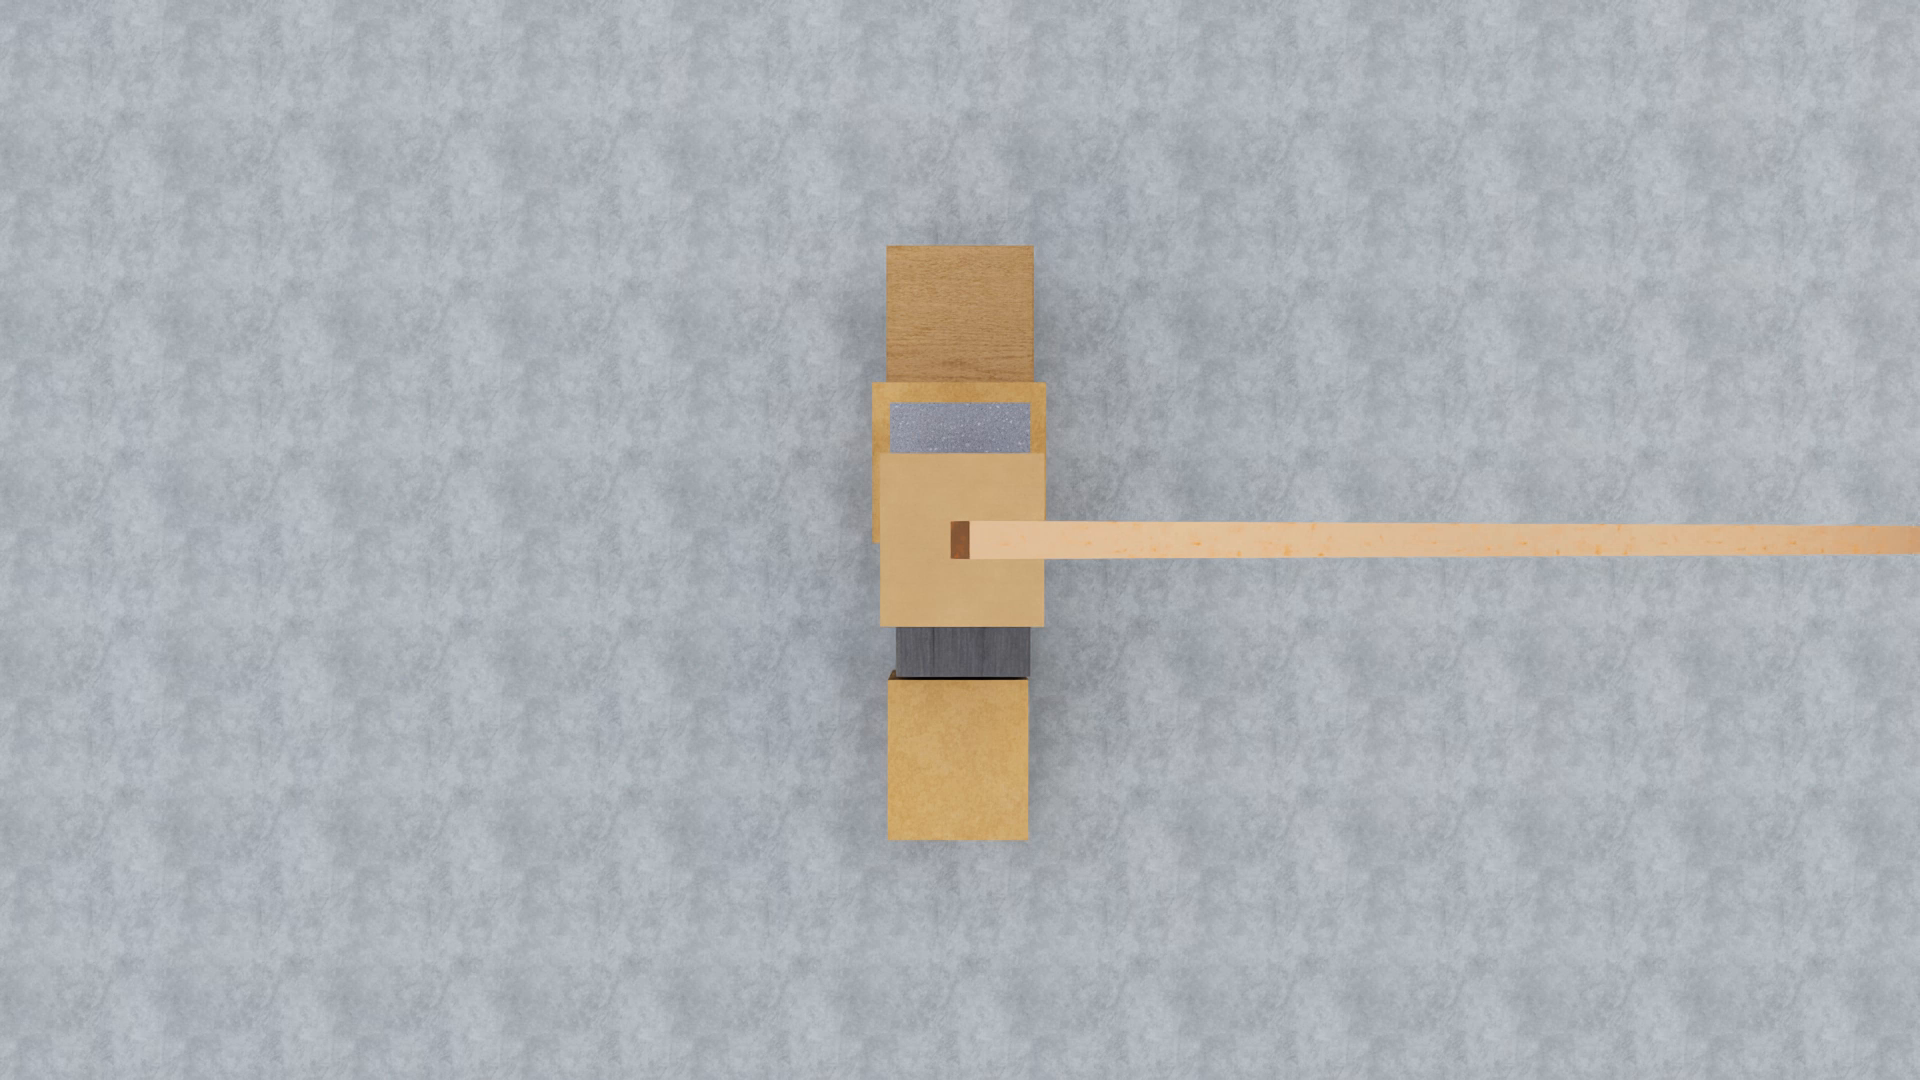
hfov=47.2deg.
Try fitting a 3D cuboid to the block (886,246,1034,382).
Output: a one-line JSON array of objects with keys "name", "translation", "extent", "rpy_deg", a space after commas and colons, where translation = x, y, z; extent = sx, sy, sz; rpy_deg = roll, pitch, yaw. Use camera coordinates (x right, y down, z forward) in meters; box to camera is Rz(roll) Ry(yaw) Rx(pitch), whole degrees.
[{"name": "block", "translation": [0.001, -1.263, 12.642], "extent": [0.822, 0.717, 0.767], "rpy_deg": [0, 90, 0]}]

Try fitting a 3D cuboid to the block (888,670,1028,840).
[{"name": "block", "translation": [-0.011, 1.208, 12.528], "extent": [0.771, 0.945, 0.878], "rpy_deg": [0, 90, 0]}]

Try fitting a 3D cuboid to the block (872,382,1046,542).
[{"name": "block", "translation": [-0.004, -0.427, 12.563], "extent": [0.959, 0.873, 0.885], "rpy_deg": [0, 90, 0]}]

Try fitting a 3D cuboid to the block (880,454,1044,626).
[{"name": "block", "translation": [0.009, 0.000, 9.354], "extent": [0.677, 0.589, 0.714], "rpy_deg": [0, 90, 0]}]

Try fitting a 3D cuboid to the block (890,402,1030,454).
[{"name": "block", "translation": [0.001, -0.349, 11.726], "extent": [0.724, 0.801, 0.717], "rpy_deg": [0, 90, 0]}]

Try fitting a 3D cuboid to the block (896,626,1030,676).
[{"name": "block", "translation": [0.016, 0.364, 11.783], "extent": [0.697, 0.795, 0.688], "rpy_deg": [0, 90, 0]}]

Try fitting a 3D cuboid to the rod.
[{"name": "rod", "translation": [2.234, 0.000, 5.966], "extent": [5.200, 0.080, 0.080], "rpy_deg": [0, 90, -31]}]
